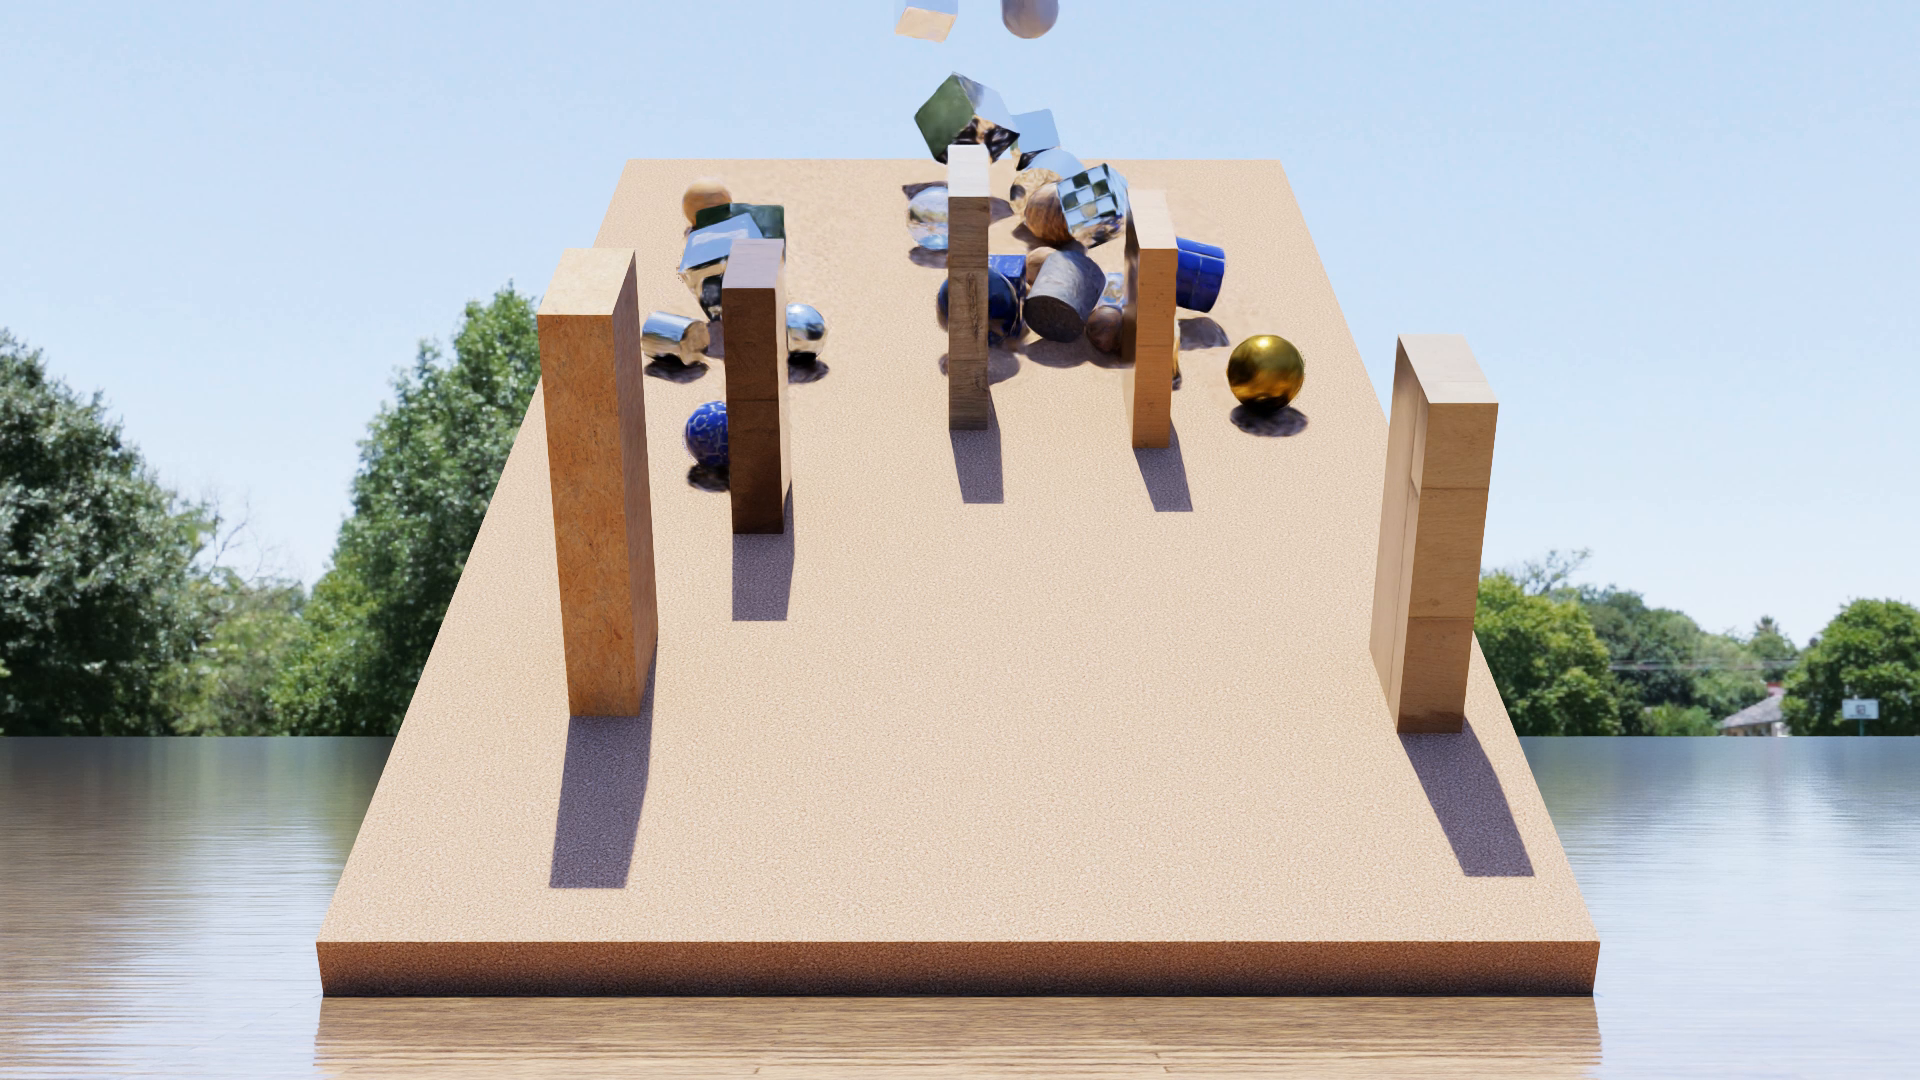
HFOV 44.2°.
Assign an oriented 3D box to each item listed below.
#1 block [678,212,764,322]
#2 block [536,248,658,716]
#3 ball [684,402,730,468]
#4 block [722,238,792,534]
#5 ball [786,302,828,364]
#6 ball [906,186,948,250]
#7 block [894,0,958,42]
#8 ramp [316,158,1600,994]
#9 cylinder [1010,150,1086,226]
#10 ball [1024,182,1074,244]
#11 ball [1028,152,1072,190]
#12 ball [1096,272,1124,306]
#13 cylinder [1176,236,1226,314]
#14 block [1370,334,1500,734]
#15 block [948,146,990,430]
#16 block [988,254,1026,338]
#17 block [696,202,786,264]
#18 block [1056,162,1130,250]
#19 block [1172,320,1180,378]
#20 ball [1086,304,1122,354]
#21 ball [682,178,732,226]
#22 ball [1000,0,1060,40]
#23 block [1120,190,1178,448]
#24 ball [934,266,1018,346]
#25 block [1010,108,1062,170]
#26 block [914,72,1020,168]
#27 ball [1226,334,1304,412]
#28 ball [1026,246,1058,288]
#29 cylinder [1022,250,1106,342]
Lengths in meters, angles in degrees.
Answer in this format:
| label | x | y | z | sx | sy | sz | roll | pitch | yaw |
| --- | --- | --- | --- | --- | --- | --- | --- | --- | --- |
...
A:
| label | x | y | z | sx | sy | sz | roll | pitch | yaw |
| --- | --- | --- | --- | --- | --- | --- | --- | --- | --- |
| block | -0.581 | -0.686 | 5.961 | 0.169 | 0.169 | 0.169 | -16 | -52 | 21 |
| block | -0.644 | -0.102 | 4.259 | 0.125 | 0.776 | 0.327 | 0 | 27 | 0 |
| ball | -0.535 | -0.232 | 5.217 | 0.146 | 0.146 | 0.146 | 0 | -5 | 0 |
| block | -0.423 | -0.323 | 4.957 | 0.107 | 0.547 | 0.294 | 0 | 27 | 0 |
| ball | -0.395 | -0.502 | 5.759 | 0.149 | 0.149 | 0.149 | 0 | -5 | 0 |
| ball | -0.062 | -0.883 | 6.492 | 0.173 | 0.173 | 0.173 | 0 | -5 | 0 |
| block | -0.100 | -1.601 | 7.037 | 0.158 | 0.158 | 0.158 | 7 | -21 | -14 |
| ramp | -0.010 | -0.227 | 5.490 | 2.000 | 0.100 | 4.000 | 0 | 27 | 0 |
| cylinder | 0.252 | -0.993 | 6.702 | 0.182 | 0.182 | 0.182 | -2 | 25 | 19 |
| ball | 0.265 | -0.903 | 6.537 | 0.171 | 0.171 | 0.171 | 0 | -5 | 0 |
| ball | 0.262 | -1.068 | 6.913 | 0.129 | 0.129 | 0.129 | 0 | -5 | 0 |
| ball | 0.395 | -0.631 | 6.065 | 0.109 | 0.109 | 0.109 | 0 | -5 | 0 |
| cylinder | 0.562 | -0.676 | 5.985 | 0.170 | 0.170 | 0.170 | 12 | -7 | -10 |
| block | 0.841 | -0.011 | 4.235 | 0.116 | 0.643 | 0.312 | 0 | 27 | 0 |
| block | 0.018 | -0.585 | 5.469 | 0.089 | 0.559 | 0.371 | 0 | 27 | 0 |
| block | 0.077 | -0.619 | 5.976 | 0.162 | 0.162 | 0.162 | 3 | 26 | 6 |
| block | -0.572 | -0.786 | 6.194 | 0.165 | 0.165 | 0.165 | -3 | 1 | -38 |
| block | 0.346 | -0.835 | 5.921 | 0.142 | 0.142 | 0.142 | -20 | -16 | 20 |
| block | 0.474 | -0.464 | 5.730 | 0.109 | 0.109 | 0.109 | 1 | 27 | 4 |
| ball | 0.369 | -0.521 | 5.831 | 0.120 | 0.120 | 0.120 | 0 | -5 | 0 |
| ball | -0.710 | -0.947 | 6.650 | 0.143 | 0.143 | 0.143 | 0 | -5 | 0 |
| ball | 0.207 | -1.583 | 7.045 | 0.180 | 0.180 | 0.180 | 0 | -5 | 0 |
| block | 0.430 | -0.511 | 5.418 | 0.083 | 0.475 | 0.407 | 0 | 27 | 0 |
| ball | 0.041 | -0.571 | 5.799 | 0.205 | 0.205 | 0.205 | 0 | -5 | 0 |
| block | 0.215 | -1.178 | 6.958 | 0.122 | 0.122 | 0.122 | -13 | -13 | -10 |
| block | 0.020 | -1.206 | 6.884 | 0.187 | 0.187 | 0.187 | 14 | -49 | -44 |
| ball | 0.711 | -0.390 | 5.506 | 0.180 | 0.180 | 0.180 | 0 | -5 | 0 |
| ball | 0.221 | -0.711 | 6.215 | 0.117 | 0.117 | 0.117 | 0 | -5 | 0 |
| cylinder | 0.259 | -0.607 | 5.895 | 0.163 | 0.163 | 0.163 | 18 | -34 | 12 |
